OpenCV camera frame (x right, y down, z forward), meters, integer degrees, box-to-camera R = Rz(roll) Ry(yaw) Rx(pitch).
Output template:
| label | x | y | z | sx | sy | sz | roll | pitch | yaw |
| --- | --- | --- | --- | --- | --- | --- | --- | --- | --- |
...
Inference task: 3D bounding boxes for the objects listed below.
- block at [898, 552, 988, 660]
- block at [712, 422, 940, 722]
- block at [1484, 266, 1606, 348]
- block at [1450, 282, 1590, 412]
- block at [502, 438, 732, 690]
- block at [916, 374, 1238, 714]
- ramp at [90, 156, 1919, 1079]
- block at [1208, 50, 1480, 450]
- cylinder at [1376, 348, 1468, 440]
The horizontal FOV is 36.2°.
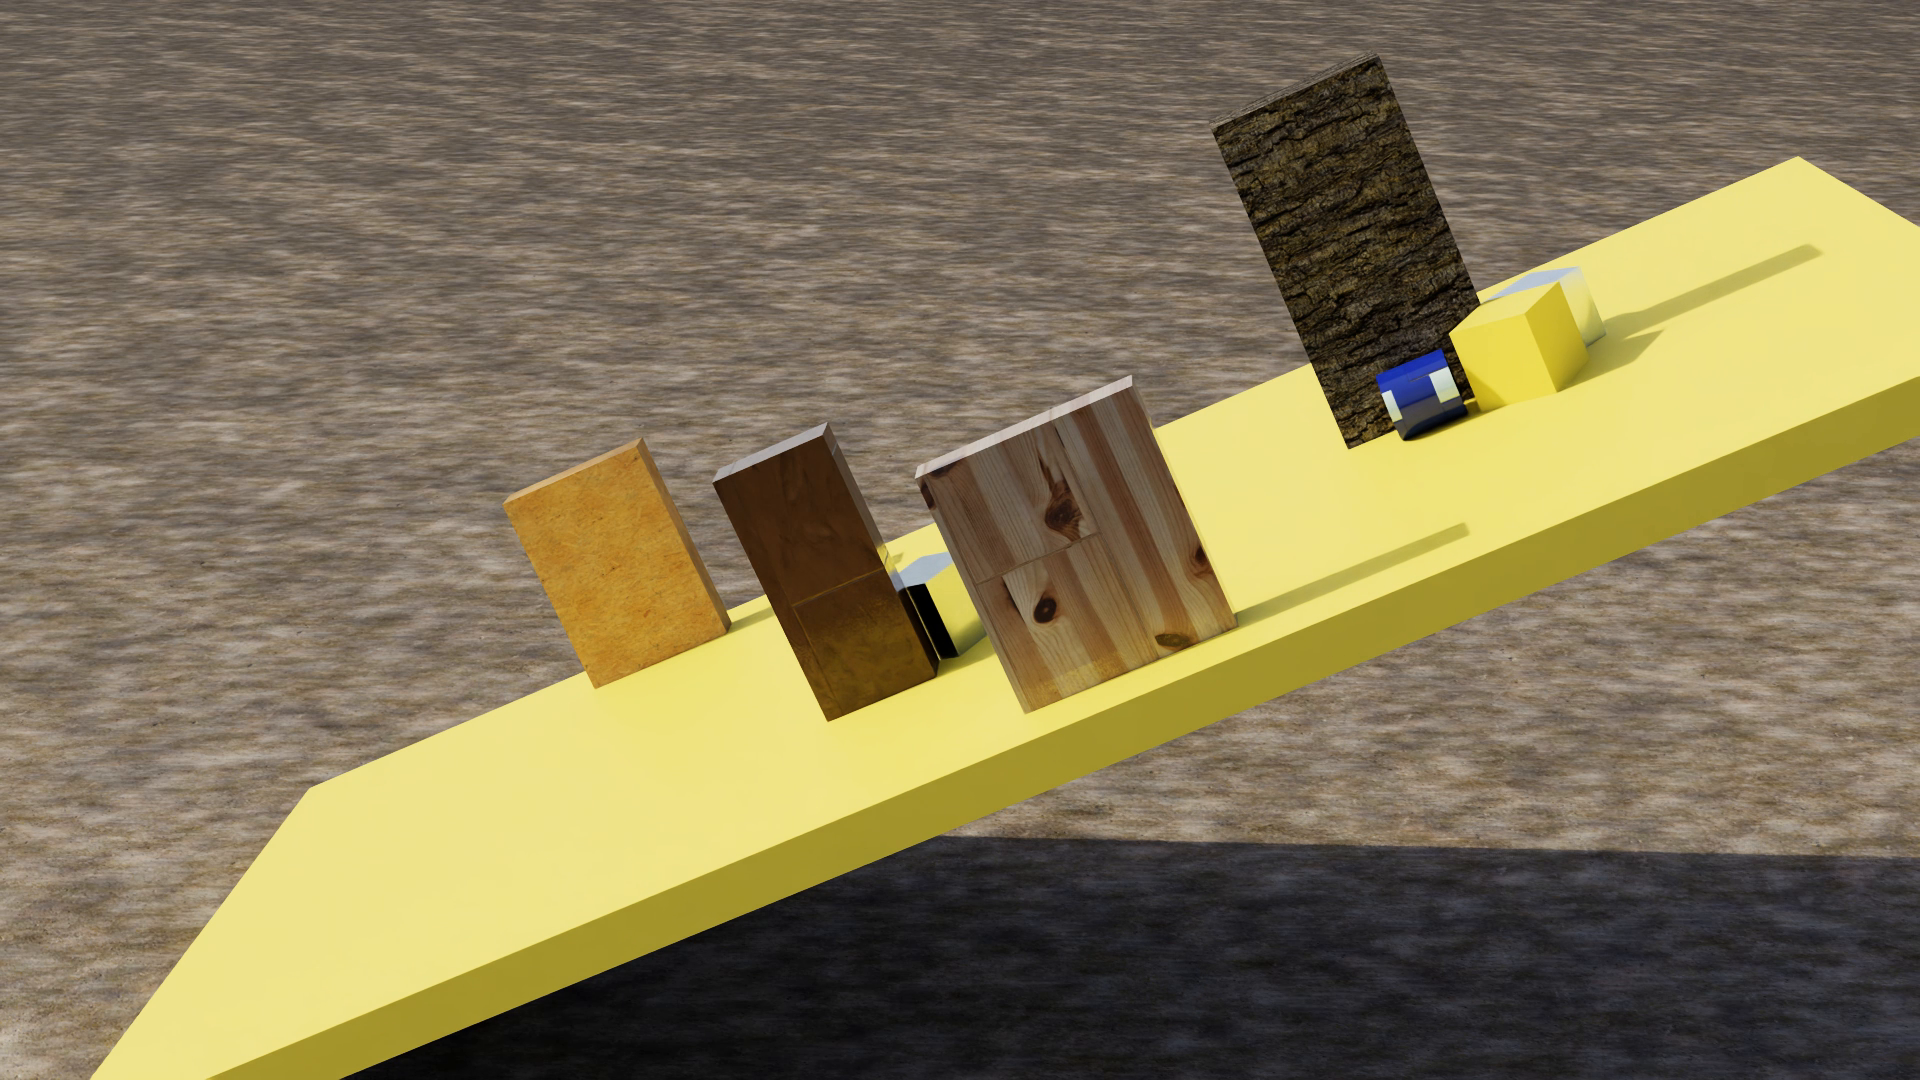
| label | x | y | z | sx | sy | sz | roll | pitch | yaw |
| --- | --- | --- | --- | --- | --- | --- | --- | --- | --- |
| block | -0.043 | 0.137 | 6.127 | 0.171 | 0.171 | 0.171 | -11 | 18 | 46 |
| block | -0.269 | 0.067 | 5.971 | 0.244 | 0.550 | 0.116 | -23 | 13 | 8 |
| block | 1.230 | -0.466 | 6.209 | 0.158 | 0.158 | 0.158 | -31 | 14 | -26 |
| block | 1.150 | -0.397 | 6.038 | 0.179 | 0.179 | 0.179 | -14 | 17 | 41 |
| block | -0.829 | 0.058 | 7.140 | 0.359 | 0.508 | 0.097 | -23 | 13 | 8 |
| block | 0.217 | 0.011 | 5.418 | 0.430 | 0.493 | 0.095 | -23 | 13 | 8 |
| ramp | 0.132 | 0.170 | 6.284 | 4.000 | 0.100 | 2.000 | -23 | 13 | 8 |
| block | 0.841 | -0.609 | 6.185 | 0.371 | 0.741 | 0.147 | -23 | 13 | 8 |
| cylinder | 0.956 | -0.302 | 6.091 | 0.146 | 0.146 | 0.146 | -22 | 12 | 11 |
